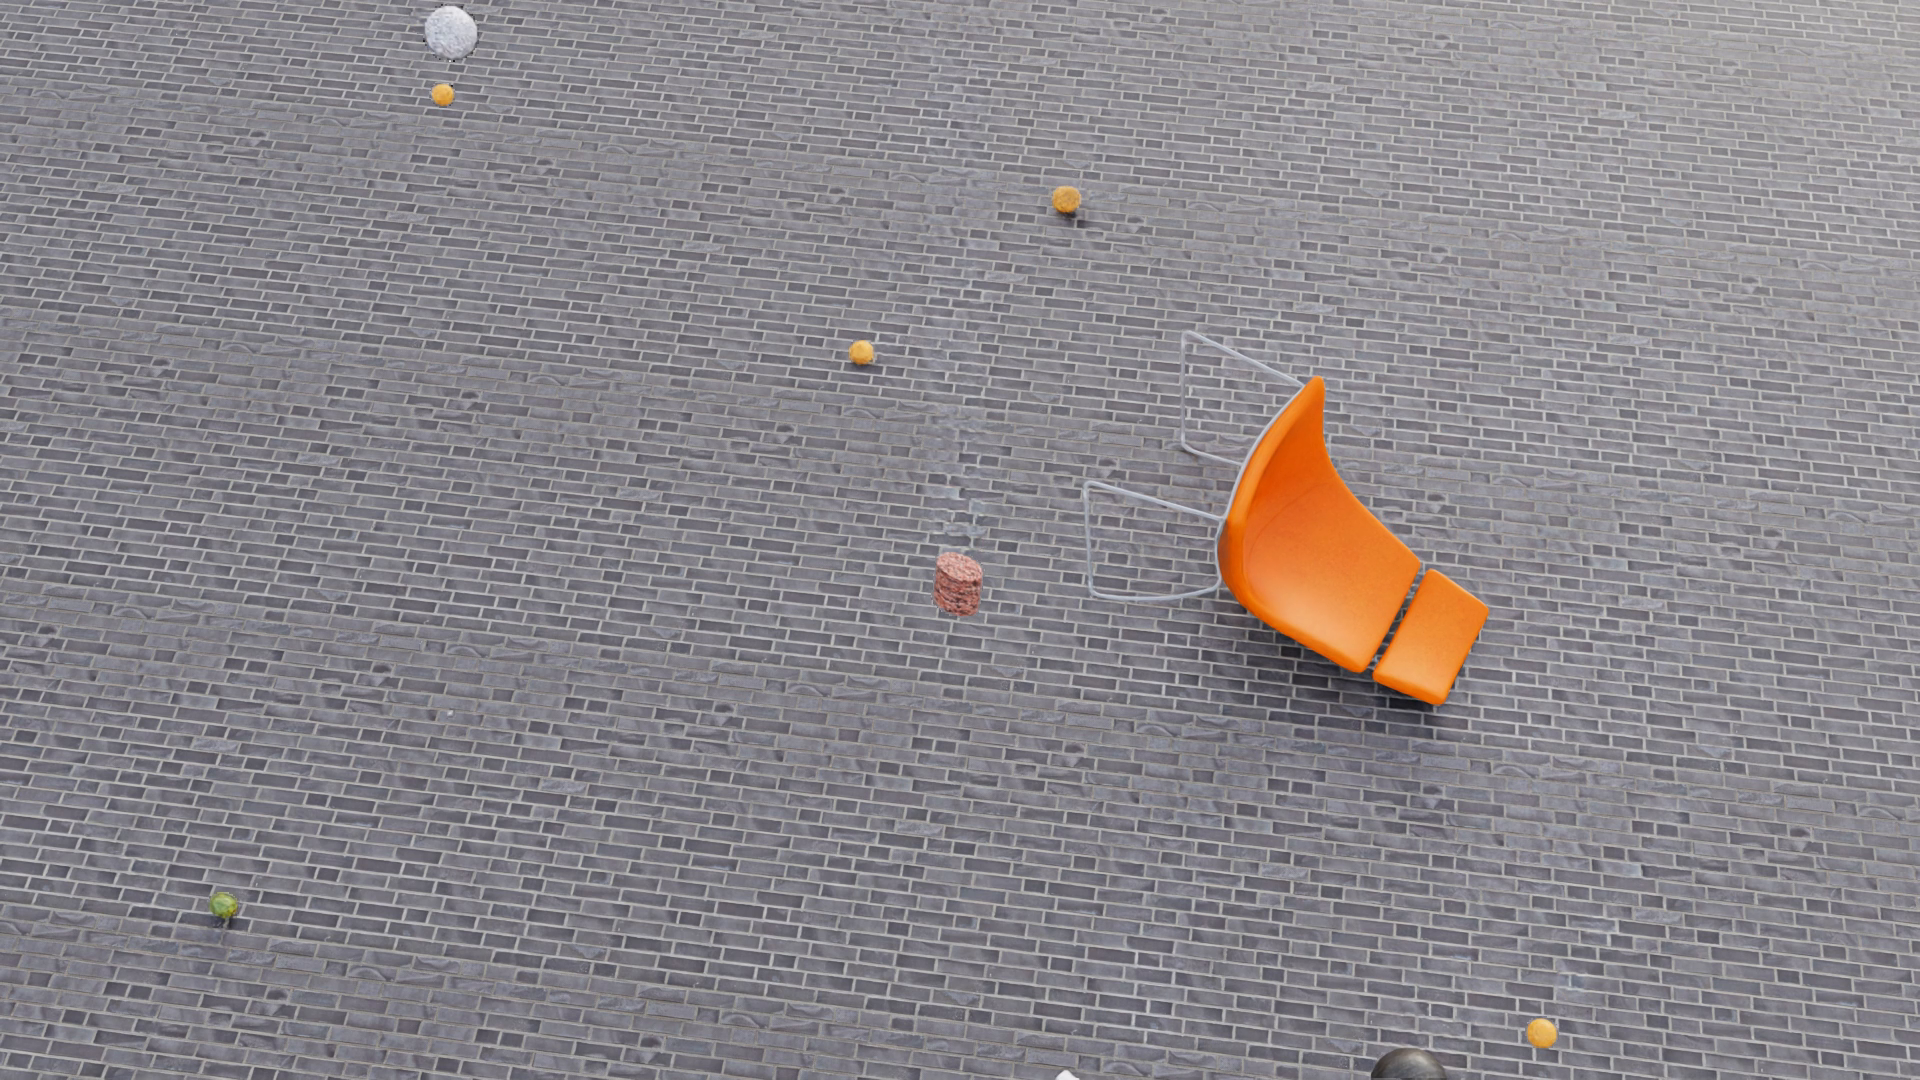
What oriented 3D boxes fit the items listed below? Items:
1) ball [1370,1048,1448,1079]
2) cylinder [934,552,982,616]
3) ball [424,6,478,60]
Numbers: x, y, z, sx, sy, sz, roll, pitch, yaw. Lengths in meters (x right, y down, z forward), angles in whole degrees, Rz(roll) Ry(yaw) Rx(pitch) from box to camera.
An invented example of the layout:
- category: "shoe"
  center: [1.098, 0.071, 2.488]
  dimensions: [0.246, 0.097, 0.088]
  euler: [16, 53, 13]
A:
- category: "ball"
  center: [1.130, 1.377, 5.531]
  dimensions: [0.197, 0.197, 0.197]
  euler: [0, 56, 0]
- category: "cylinder"
  center: [-0.007, 0.127, 6.334]
  dimensions: [0.138, 0.163, 0.088]
  euler: [25, 53, 14]
- category: "ball"
  center: [-1.737, -1.730, 7.500]
  dimensions: [0.177, 0.177, 0.177]
  euler: [0, 56, 0]
